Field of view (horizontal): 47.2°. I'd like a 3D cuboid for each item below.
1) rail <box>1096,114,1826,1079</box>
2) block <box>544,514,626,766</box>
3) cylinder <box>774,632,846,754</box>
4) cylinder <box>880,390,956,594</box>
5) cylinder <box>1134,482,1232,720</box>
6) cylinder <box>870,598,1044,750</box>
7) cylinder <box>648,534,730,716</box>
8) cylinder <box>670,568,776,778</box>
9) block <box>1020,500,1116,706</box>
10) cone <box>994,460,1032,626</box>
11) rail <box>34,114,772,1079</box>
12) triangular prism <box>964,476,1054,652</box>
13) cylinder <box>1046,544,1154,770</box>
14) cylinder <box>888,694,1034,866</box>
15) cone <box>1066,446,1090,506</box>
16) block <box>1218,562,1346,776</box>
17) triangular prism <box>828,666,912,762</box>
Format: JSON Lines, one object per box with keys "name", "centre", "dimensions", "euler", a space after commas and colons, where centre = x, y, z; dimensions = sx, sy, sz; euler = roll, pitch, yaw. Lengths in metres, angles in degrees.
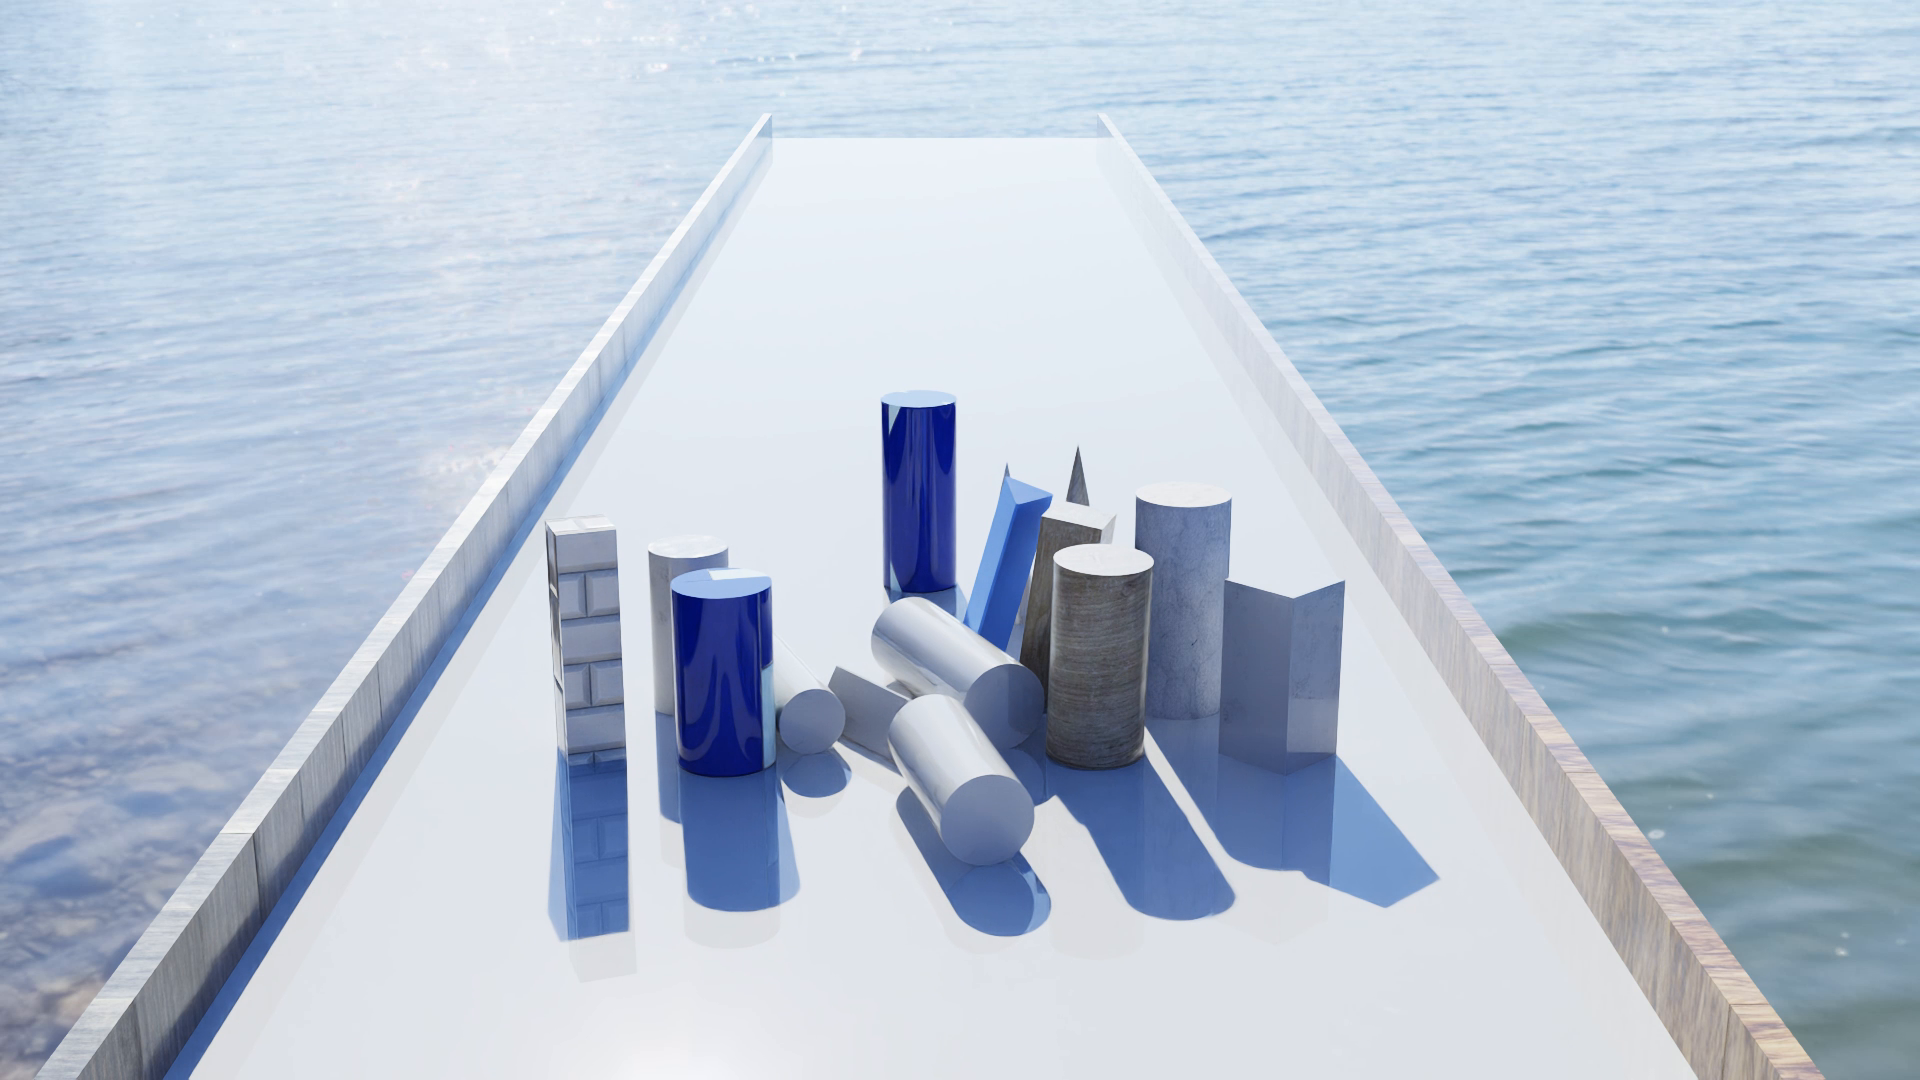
{"name": "rail", "centre": [0.932, -0.844, 7.801], "dimensions": [0.050, 0.150, 12.000], "euler": [0, 17, -1]}
{"name": "block", "centre": [-0.661, 0.177, 3.887], "dimensions": [0.105, 0.425, 0.105], "euler": [-6, 18, -20]}
{"name": "cylinder", "centre": [-0.324, 0.278, 4.076], "dimensions": [0.124, 0.124, 0.346], "euler": [-6, 18, -20]}
{"name": "cylinder", "centre": [-0.090, -0.108, 4.853], "dimensions": [0.167, 0.419, 0.167], "euler": [0, 17, 0]}
{"name": "cylinder", "centre": [0.414, 0.113, 4.124], "dimensions": [0.177, 0.413, 0.177], "euler": [0, 17, 0]}
{"name": "cylinder", "centre": [-0.010, 0.245, 4.117], "dimensions": [0.164, 0.164, 0.423], "euler": [-7, 18, -24]}
{"name": "cylinder", "centre": [-0.506, 0.161, 4.139], "dimensions": [0.150, 0.312, 0.150], "euler": [0, 16, 0]}
{"name": "cylinder", "centre": [-0.415, 0.232, 3.869], "dimensions": [0.176, 0.329, 0.176], "euler": [0, 17, 0]}
{"name": "block", "centre": [0.198, 0.125, 4.140], "dimensions": [0.116, 0.368, 0.116], "euler": [13, 19, 14]}
{"name": "cone", "centre": [0.098, -0.003, 4.641], "dimensions": [0.144, 0.340, 0.144], "euler": [0, 17, 0]}
{"name": "rail", "centre": [-1.118, -0.838, 7.780], "dimensions": [0.050, 0.150, 12.000], "euler": [0, 17, -1]}
{"name": "triangular prism", "centre": [0.068, 0.069, 4.272], "dimensions": [0.096, 0.406, 0.083], "euler": [-15, 43, -41]}
{"name": "cylinder", "centre": [0.246, 0.206, 3.891], "dimensions": [0.175, 0.361, 0.175], "euler": [1, 18, 0]}
{"name": "cylinder", "centre": [-0.003, 0.391, 3.639], "dimensions": [0.155, 0.155, 0.369], "euler": [-4, 17, -14]}
{"name": "cone", "centre": [0.233, 0.019, 4.392], "dimensions": [0.174, 0.440, 0.174], "euler": [0, 17, 0]}
{"name": "block", "centre": [0.569, 0.226, 3.894], "dimensions": [0.149, 0.327, 0.149], "euler": [-16, 23, -42]}
{"name": "triangular prism", "centre": [-0.128, 0.317, 3.981], "dimensions": [0.112, 0.097, 0.329], "euler": [-12, 20, -36]}
